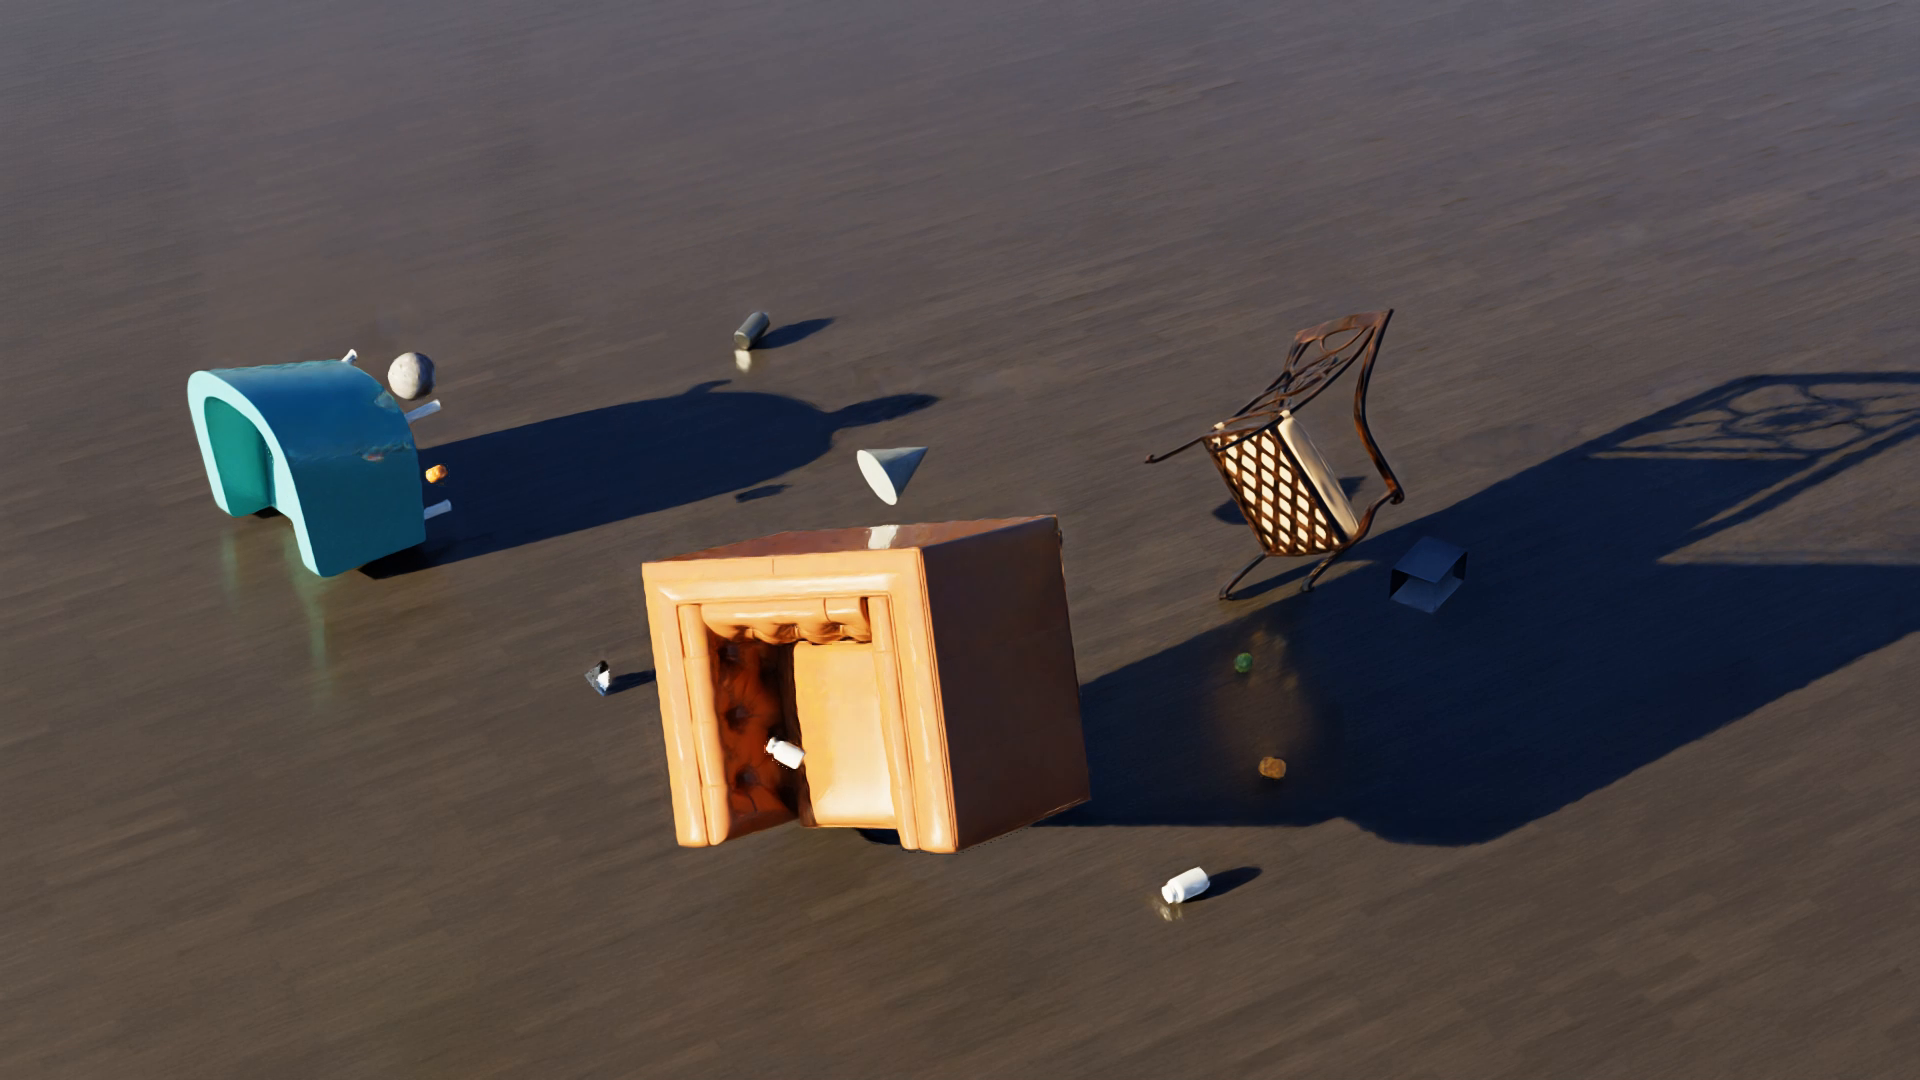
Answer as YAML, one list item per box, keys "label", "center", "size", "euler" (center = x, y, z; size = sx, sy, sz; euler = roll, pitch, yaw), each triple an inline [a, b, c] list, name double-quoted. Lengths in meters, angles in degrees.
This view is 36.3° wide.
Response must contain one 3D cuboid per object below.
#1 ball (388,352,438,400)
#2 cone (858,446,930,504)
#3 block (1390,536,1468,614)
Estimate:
- label: "ball"
  center: [-2.006, -0.599, 10.745]
  size: [0.176, 0.176, 0.176]
  euler: [0, 33, 0]
- label: "cone"
  center: [-0.199, -0.275, 10.294]
  size: [0.228, 0.213, 0.255]
  euler: [-31, 33, -17]
- label: "block"
  center: [1.699, 0.125, 10.632]
  size: [0.174, 0.136, 0.262]
  euler: [20, 38, 28]
